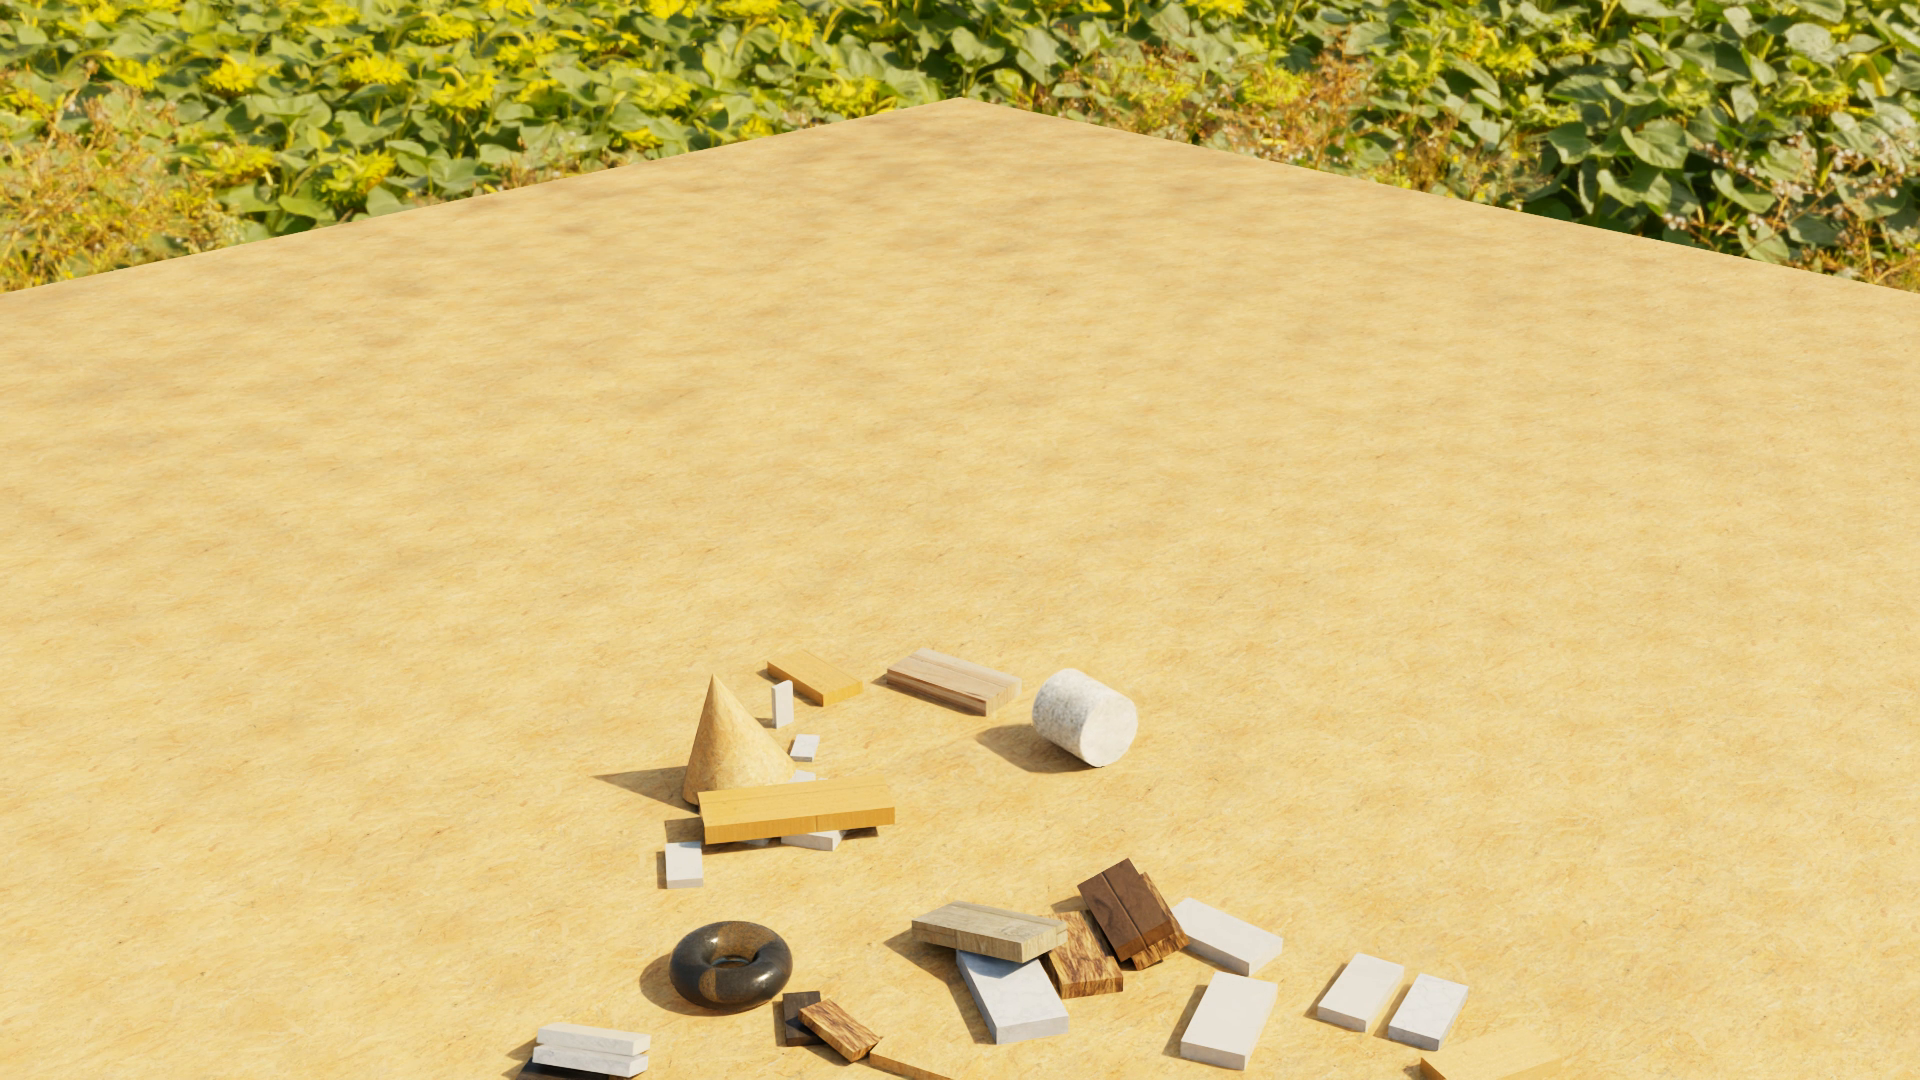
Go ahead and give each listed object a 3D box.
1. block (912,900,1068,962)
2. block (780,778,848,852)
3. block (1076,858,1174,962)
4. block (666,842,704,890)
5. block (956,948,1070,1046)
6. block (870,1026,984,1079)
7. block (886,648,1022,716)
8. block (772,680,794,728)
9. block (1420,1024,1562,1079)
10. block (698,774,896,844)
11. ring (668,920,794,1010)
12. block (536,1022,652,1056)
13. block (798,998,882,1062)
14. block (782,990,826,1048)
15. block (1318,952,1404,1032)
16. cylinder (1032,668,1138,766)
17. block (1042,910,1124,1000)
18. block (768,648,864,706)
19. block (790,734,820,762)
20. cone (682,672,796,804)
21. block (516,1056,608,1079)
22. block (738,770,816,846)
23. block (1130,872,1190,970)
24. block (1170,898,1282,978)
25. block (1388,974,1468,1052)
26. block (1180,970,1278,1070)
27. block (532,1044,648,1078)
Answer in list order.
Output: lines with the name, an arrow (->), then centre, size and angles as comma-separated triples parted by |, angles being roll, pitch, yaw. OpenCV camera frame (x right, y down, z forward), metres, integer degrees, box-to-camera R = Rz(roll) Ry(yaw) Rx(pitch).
block -> 0.052, 0.704, 3.963 | 0.257, 0.036, 0.129 | 3, 11, 40
block -> -0.269, 0.551, 4.423 | 0.109, 0.031, 0.219 | 7, 24, 16
block -> 0.302, 0.675, 4.028 | 0.111, 0.031, 0.222 | -28, 27, -4
block -> -0.534, 0.629, 4.254 | 0.069, 0.020, 0.138 | -3, 23, -8
block -> 0.090, 0.787, 3.860 | 0.129, 0.036, 0.257 | -6, 24, -14
block -> -0.056, 0.869, 3.682 | 0.170, 0.024, 0.085 | 12, 26, 25
block -> -0.013, 0.318, 4.960 | 0.275, 0.039, 0.138 | 16, 28, 33
block -> -0.387, 0.358, 4.792 | 0.014, 0.097, 0.049 | 21, 31, 41
block -> 0.885, 0.873, 3.665 | 0.211, 0.030, 0.105 | -11, 25, -24
block -> -0.326, 0.534, 4.374 | 0.375, 0.039, 0.138 | -5, 23, -11
ring -> -0.406, 0.752, 3.895 | 0.221, 0.074, 0.221 | 1, 24, 0
block -> -0.616, 0.840, 3.703 | 0.170, 0.024, 0.085 | 5, -4, 12
block -> -0.204, 0.832, 3.739 | 0.138, 0.020, 0.069 | 29, 27, 37
block -> -0.270, 0.825, 3.792 | 0.066, 0.019, 0.132 | -3, 23, -7
block -> 0.704, 0.793, 3.860 | 0.088, 0.025, 0.190 | 13, 26, 28
cylinder -> 0.265, 0.376, 4.670 | 0.160, 0.160, 0.160 | -16, 28, -34
block -> 0.210, 0.745, 3.964 | 0.111, 0.031, 0.222 | -5, 23, -11
block -> -0.330, 0.311, 4.989 | 0.109, 0.031, 0.219 | -18, 29, -36
block -> -0.331, 0.445, 4.695 | 0.049, 0.014, 0.097 | 2, 23, 5
cone -> -0.479, 0.380, 4.499 | 0.242, 0.242, 0.242 | -10, 19, 3
block -> -0.658, 0.892, 3.633 | 0.138, 0.020, 0.069 | 5, 24, 13
block -> -0.394, 0.536, 4.458 | 0.109, 0.031, 0.256 | 8, 24, 18
block -> 0.334, 0.697, 4.029 | 0.105, 0.030, 0.211 | -28, 27, -3
block -> 0.471, 0.724, 4.017 | 0.211, 0.030, 0.105 | 19, 30, 38
block -> 0.811, 0.816, 3.806 | 0.088, 0.025, 0.176 | 12, 26, 26
block -> 0.464, 0.824, 3.779 | 0.111, 0.031, 0.222 | 9, 25, 20
block -> -0.613, 0.862, 3.652 | 0.170, 0.024, 0.085 | 5, -4, 13
